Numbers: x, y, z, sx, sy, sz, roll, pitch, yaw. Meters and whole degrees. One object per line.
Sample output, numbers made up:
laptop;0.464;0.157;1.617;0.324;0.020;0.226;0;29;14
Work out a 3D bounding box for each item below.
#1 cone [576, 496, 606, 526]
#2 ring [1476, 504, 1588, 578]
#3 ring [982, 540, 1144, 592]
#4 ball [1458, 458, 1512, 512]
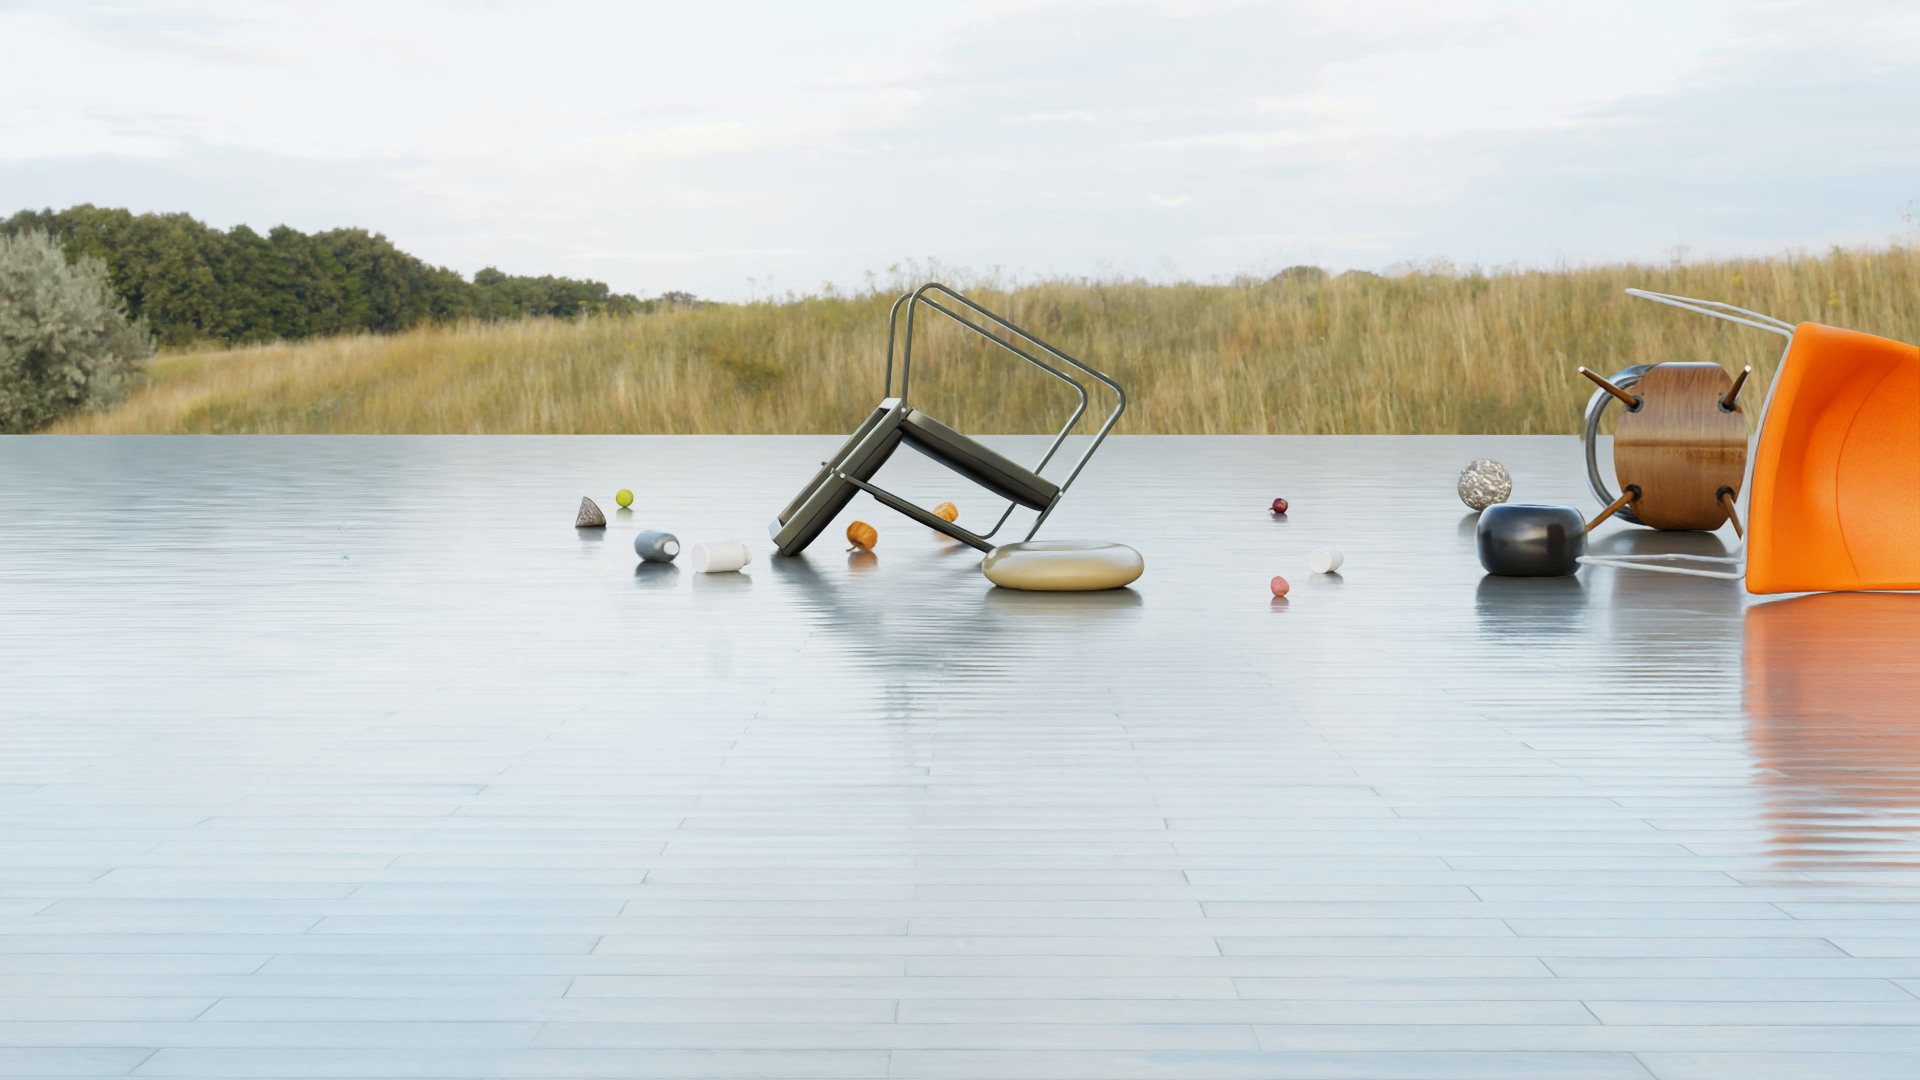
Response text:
cone;-1.227;-0.069;7.190;0.087;0.121;0.112;-41;39;-24
ring;1.389;0.000;5.347;0.265;0.169;0.311;3;3;22
ring;0.236;0.058;5.039;0.374;0.092;0.429;-1;5;-1
ball;1.922;-0.202;8.060;0.196;0.196;0.196;0;4;0
